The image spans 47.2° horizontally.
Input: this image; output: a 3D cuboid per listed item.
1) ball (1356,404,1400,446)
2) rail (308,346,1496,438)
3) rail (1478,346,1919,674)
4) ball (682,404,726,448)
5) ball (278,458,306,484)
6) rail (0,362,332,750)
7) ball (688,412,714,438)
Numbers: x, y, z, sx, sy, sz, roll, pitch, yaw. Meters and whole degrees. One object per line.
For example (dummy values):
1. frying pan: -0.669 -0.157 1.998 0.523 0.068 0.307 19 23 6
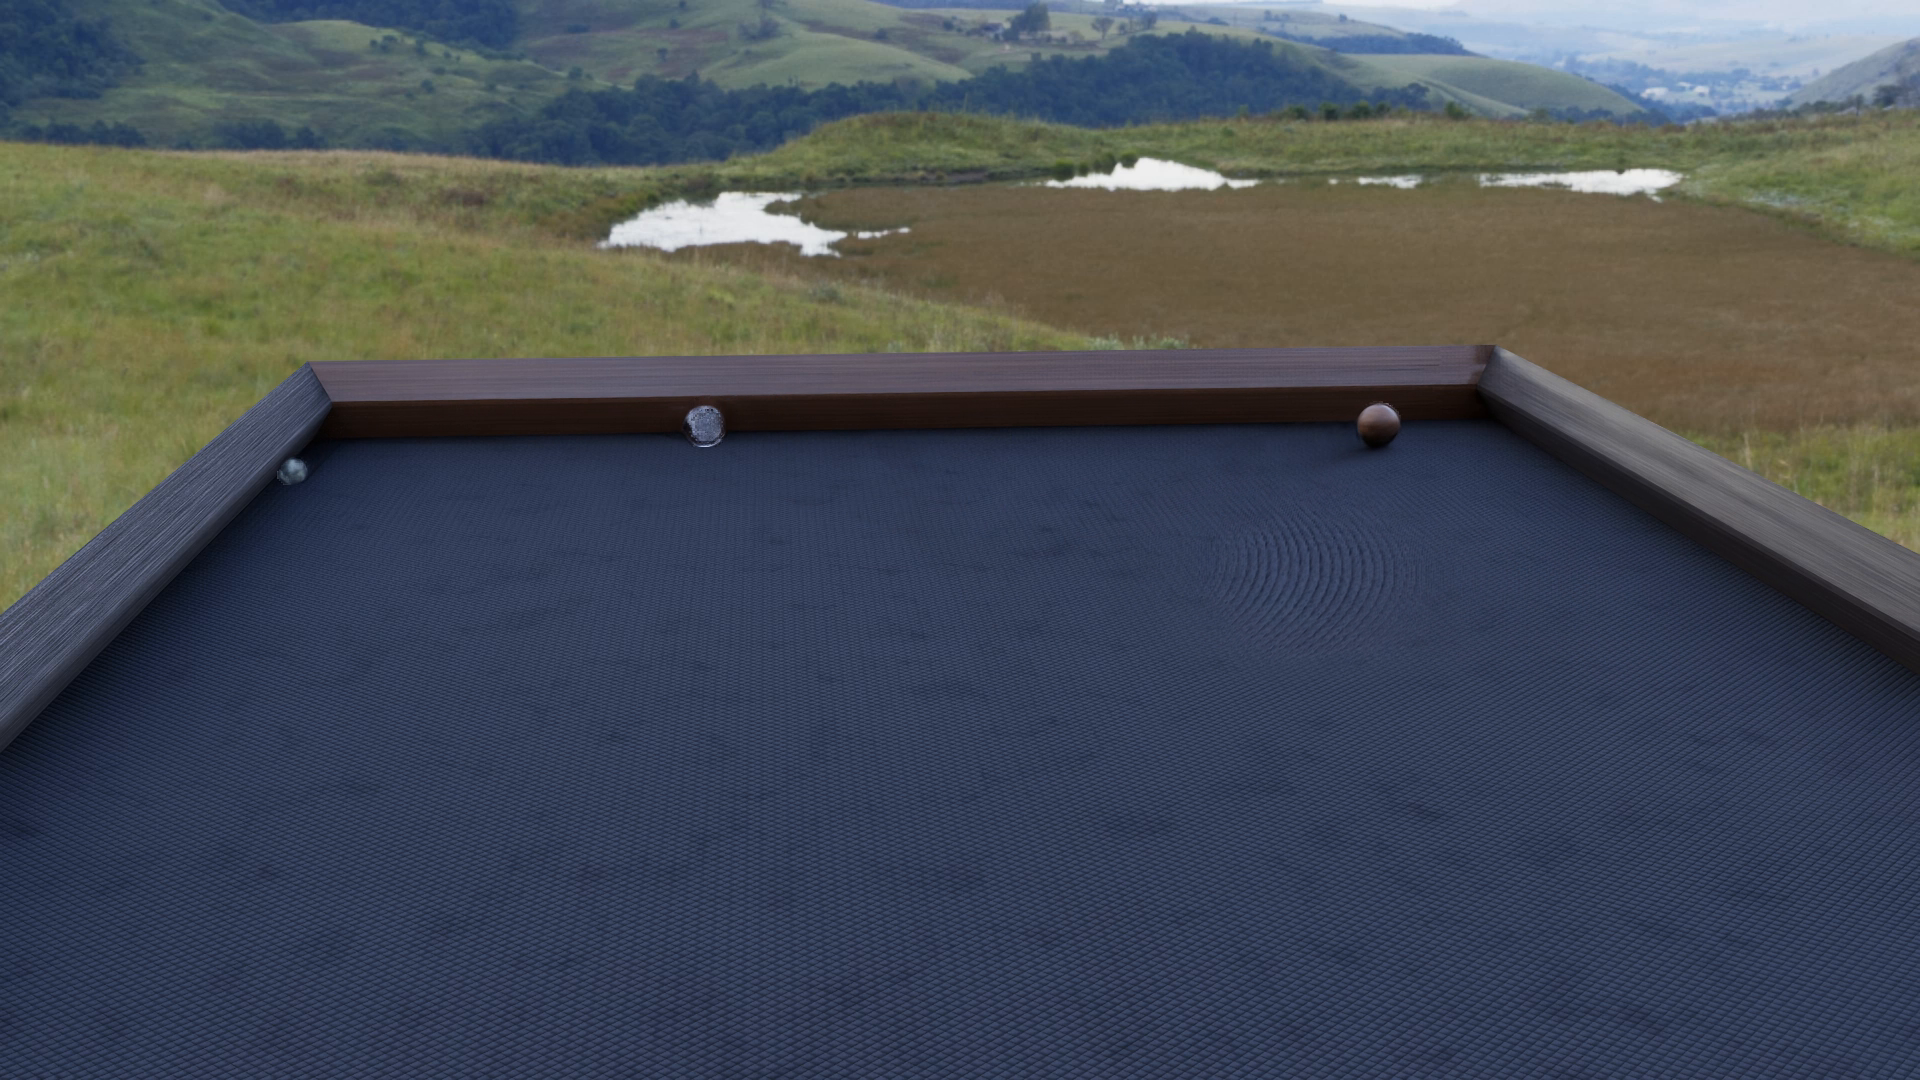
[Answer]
1. ball: 0.688 -0.189 3.616 0.069 0.069 0.069 0 14 0
2. rail: -0.074 -0.250 3.730 2.026 0.128 0.045 -1 14 -5
3. rail: 1.062 0.162 2.103 0.045 0.128 3.587 -1 14 -5
4. ball: -0.419 -0.187 3.606 0.070 0.070 0.070 0 14 0
5. ball: -1.013 -0.104 3.338 0.041 0.041 0.041 0 14 0
6. rail: -0.909 0.204 1.939 0.045 0.128 3.587 -1 14 -5
7. ball: -0.435 -0.194 3.688 0.044 0.044 0.044 0 14 0
